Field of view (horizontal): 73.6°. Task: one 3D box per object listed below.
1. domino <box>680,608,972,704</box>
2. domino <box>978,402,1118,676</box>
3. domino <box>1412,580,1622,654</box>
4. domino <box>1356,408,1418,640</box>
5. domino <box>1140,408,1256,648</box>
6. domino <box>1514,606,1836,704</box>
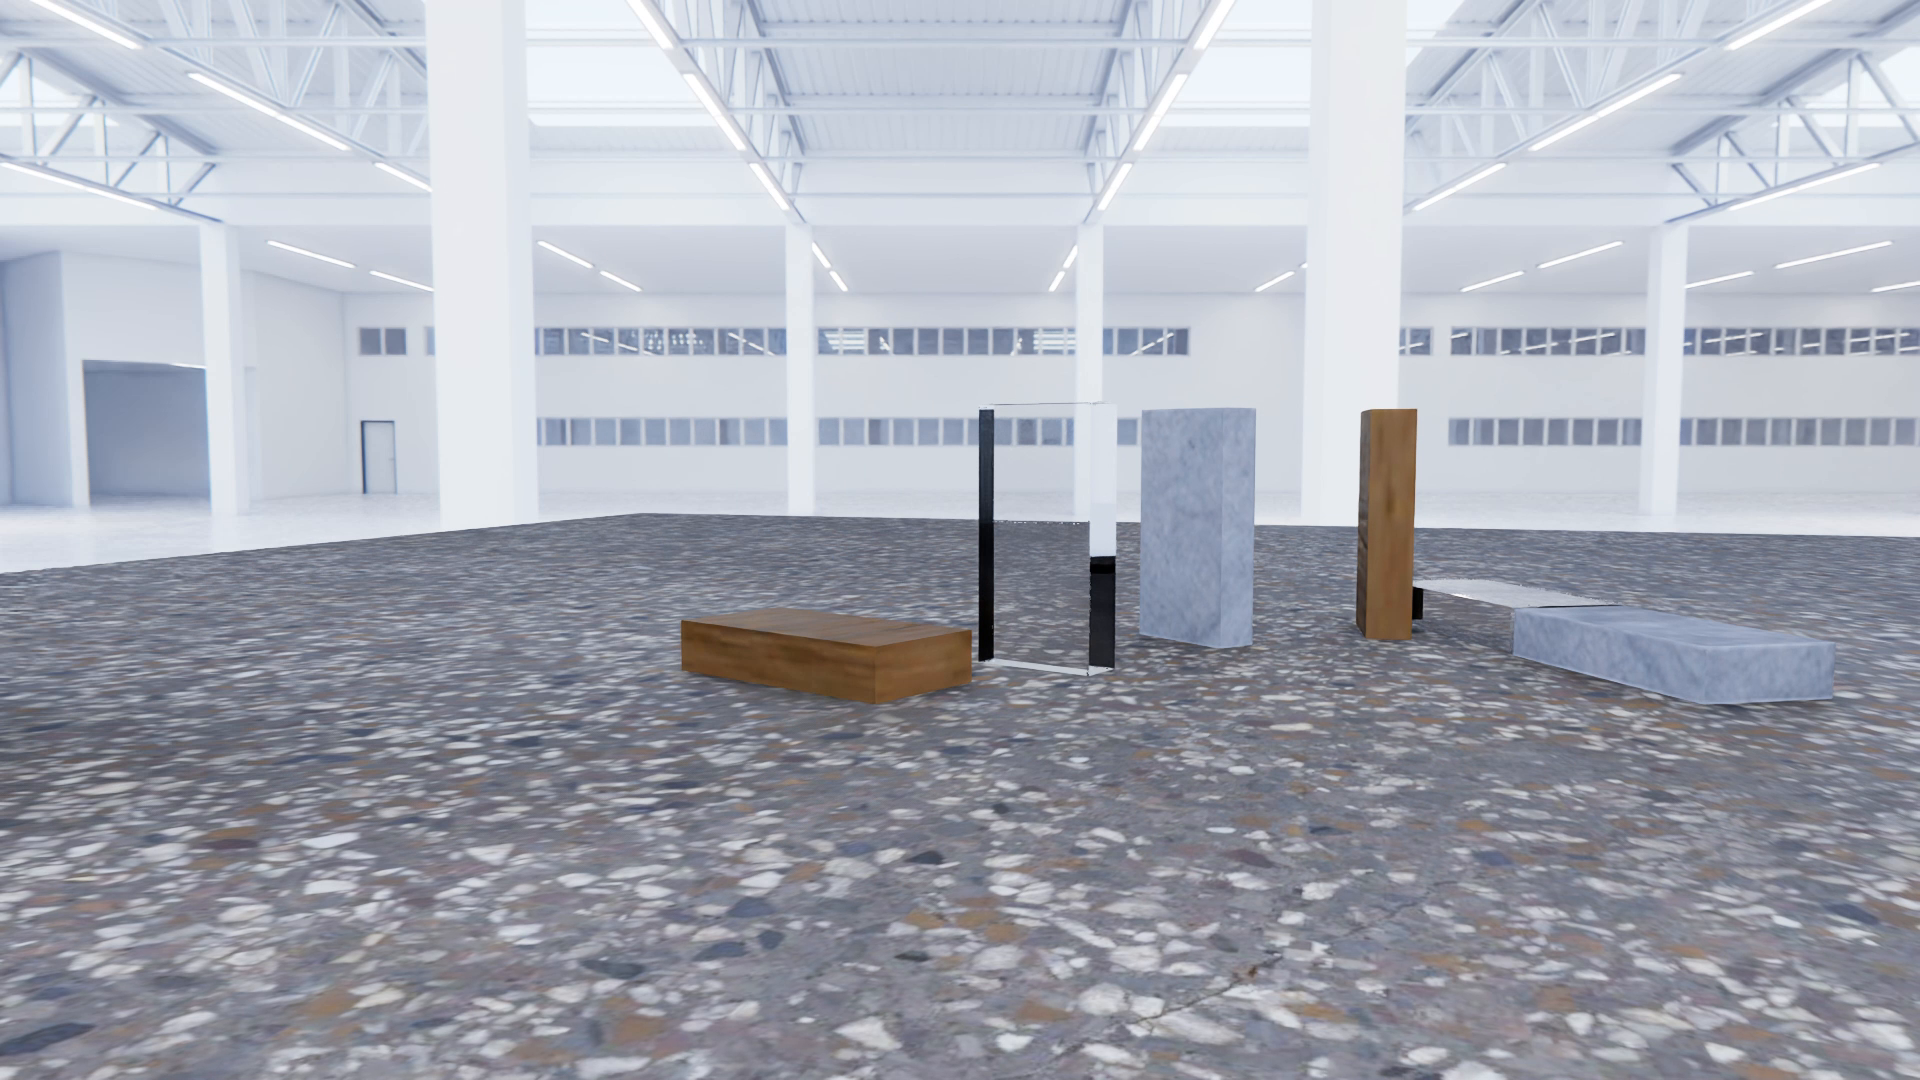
[{"bbox_3d":[-0.025,0.020,0.235,0.050,0.010,0.025,4,6,39],"label":"domino"},{"bbox_3d":[0.016,-0.001,0.245,0.025,0.050,0.009,3,5,37],"label":"domino"},{"bbox_3d":[0.120,0.016,0.287,0.025,0.010,0.050,-1,4,-10],"label":"domino"},{"bbox_3d":[0.096,-0.004,0.290,0.009,0.050,0.025,1,4,12],"label":"domino"},{"bbox_3d":[0.051,-0.003,0.278,0.009,0.050,0.025,-3,5,-34],"label":"domino"},{"bbox_3d":[0.129,0.020,0.236,0.025,0.010,0.050,-1,4,-12],"label":"domino"}]
